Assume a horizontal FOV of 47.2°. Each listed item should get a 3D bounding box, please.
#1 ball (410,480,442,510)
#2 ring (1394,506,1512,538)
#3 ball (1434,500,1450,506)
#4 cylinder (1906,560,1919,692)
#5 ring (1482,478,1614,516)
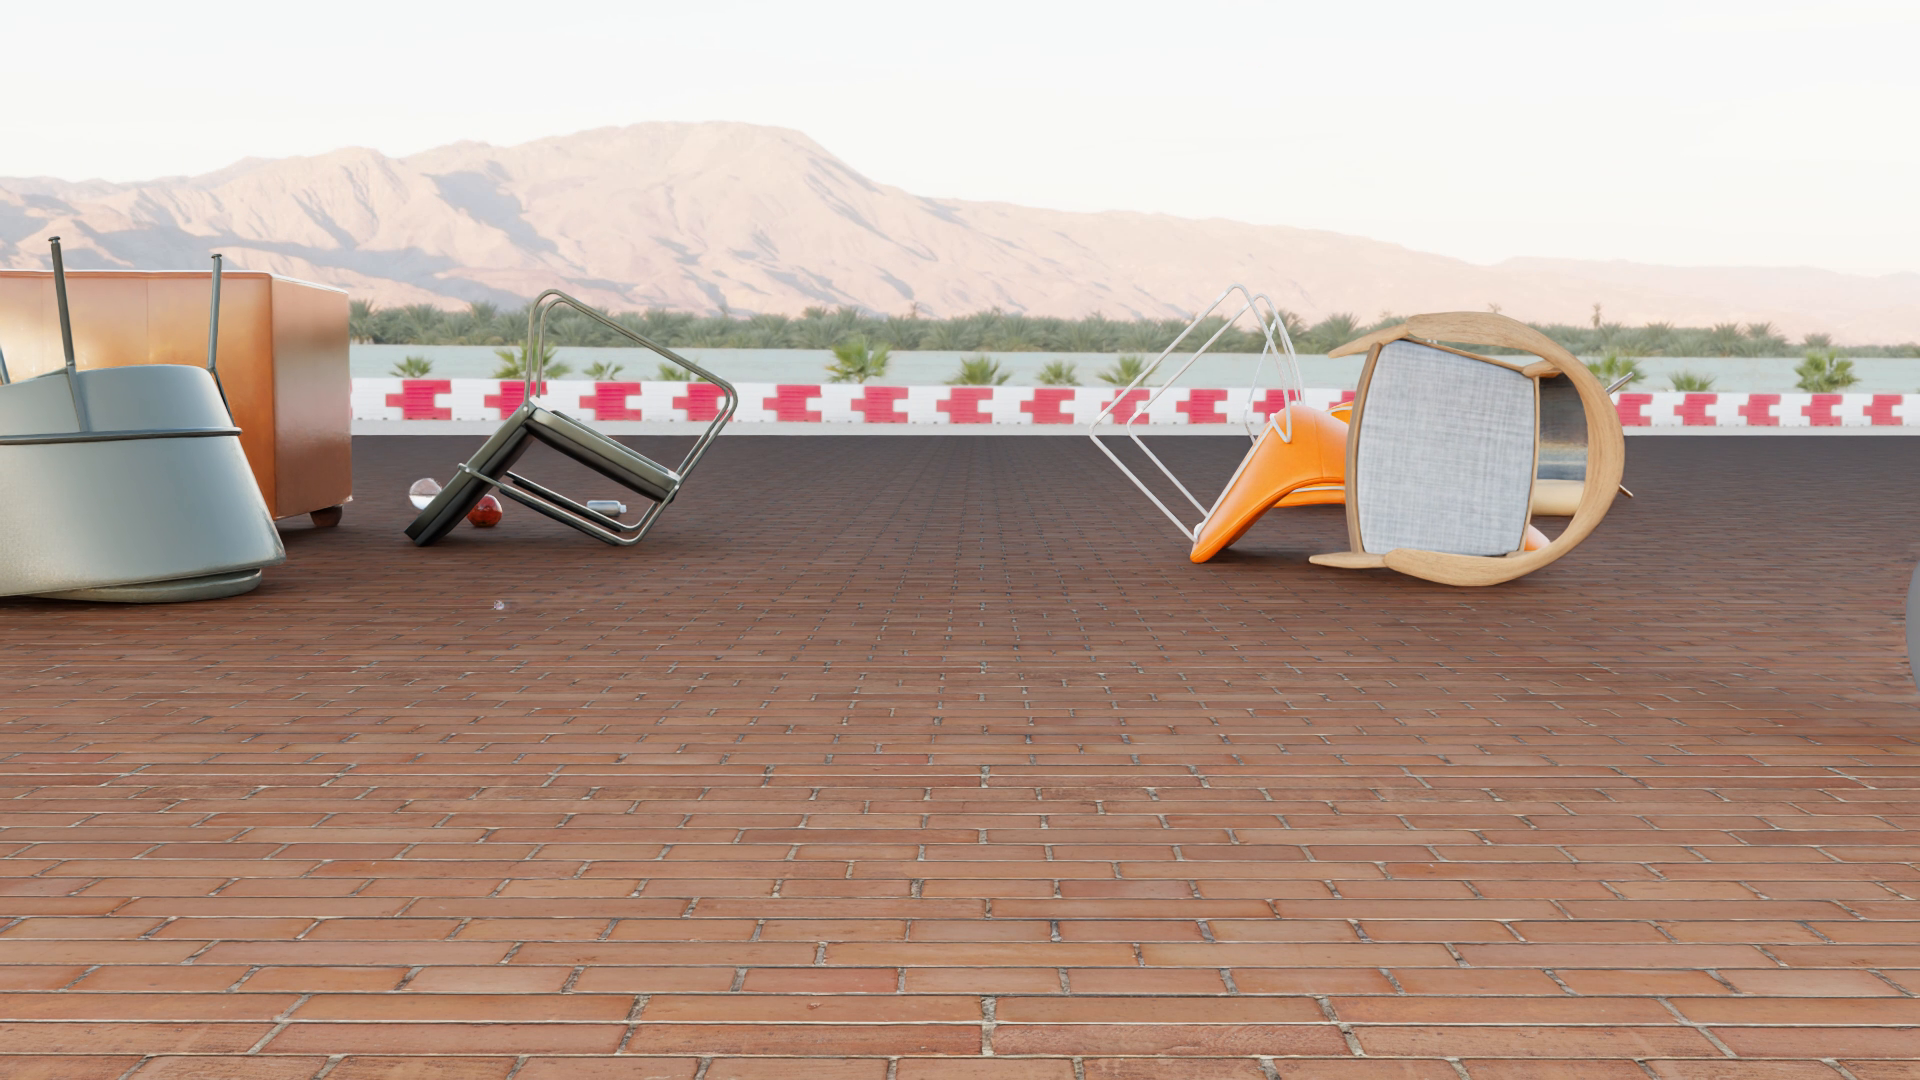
[{"bbox_3d":[-1.983,-0.169,8.167,0.115,0.115,0.115,0,4,0],"label":"ball"},{"bbox_3d":[1.498,-0.055,6.671,0.360,0.095,0.166,1,2,-2],"label":"ring"},{"bbox_3d":[1.677,-0.107,7.659,0.060,0.060,0.060,0,4,0],"label":"ball"},{"bbox_3d":[1.412,0.118,2.786,0.309,0.283,0.241,-1,-12,-15],"label":"cylinder"},{"bbox_3d":[2.116,-0.153,7.928,0.465,0.119,0.403,3,5,27],"label":"ring"}]
